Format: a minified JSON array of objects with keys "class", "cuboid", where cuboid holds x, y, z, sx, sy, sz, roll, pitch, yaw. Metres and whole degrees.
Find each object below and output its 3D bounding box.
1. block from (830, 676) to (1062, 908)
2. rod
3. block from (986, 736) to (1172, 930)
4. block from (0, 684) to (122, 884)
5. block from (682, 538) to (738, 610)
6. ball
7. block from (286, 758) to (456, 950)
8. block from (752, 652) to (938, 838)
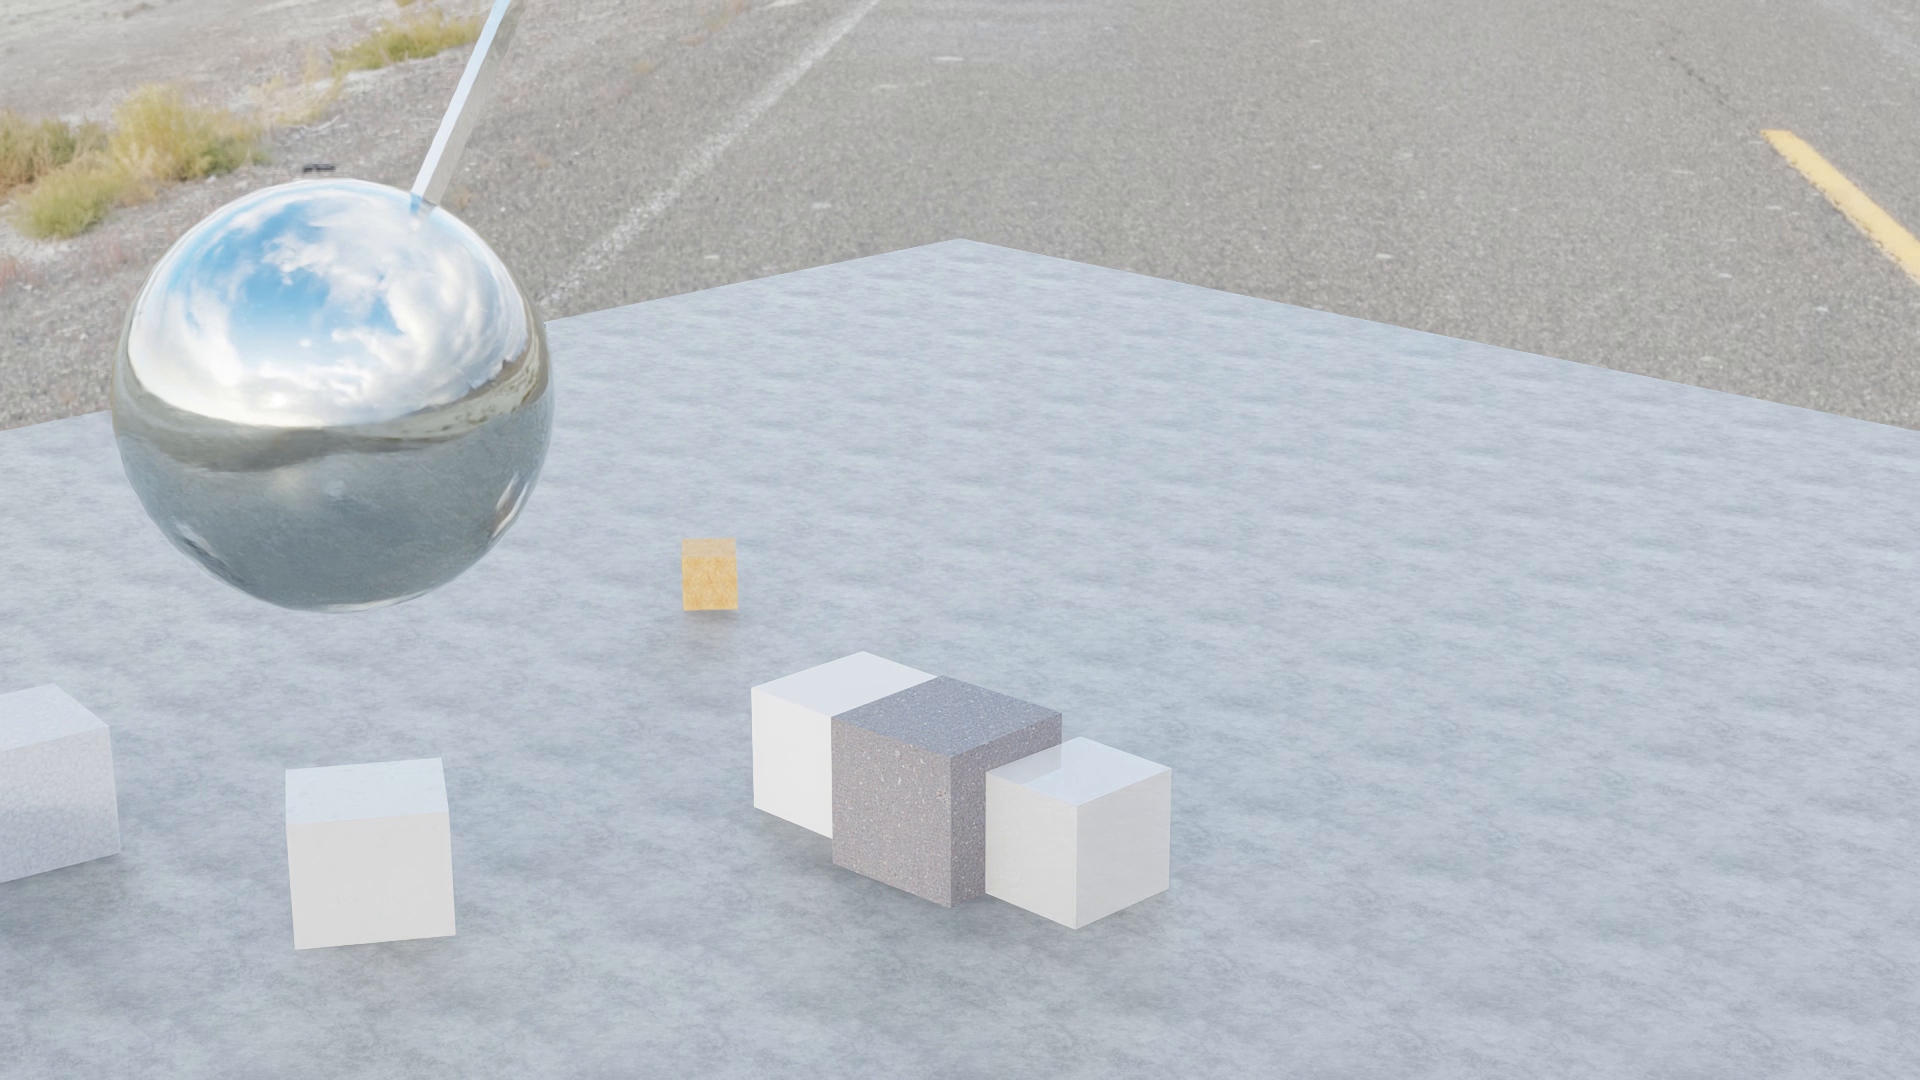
[{"class":"block","cuboid":[-0.061,1.144,13.499,0.741,0.724,0.754,15,23,40]},{"class":"rod","cuboid":[-0.993,-3.647,11.155,0.080,5.200,0.080,17,-9,42]},{"class":"block","cuboid":[0.531,1.309,13.201,0.622,0.587,0.556,-17,24,-42]},{"class":"block","cuboid":[-4.378,1.134,13.673,0.636,0.639,0.686,-14,23,-35]},{"class":"block","cuboid":[-1.467,0.197,17.185,0.317,0.319,0.372,-2,18,-5]},{"class":"ball","cuboid":[-2.291,-0.528,10.774,1.600,1.600,1.600,0,17,0]},{"class":"block","cuboid":[-2.613,1.379,12.980,0.688,0.585,0.642,-4,18,-12]},{"class":"block","cuboid":[-0.480,1.000,14.137,0.735,0.615,0.736,17,24,42]}]
